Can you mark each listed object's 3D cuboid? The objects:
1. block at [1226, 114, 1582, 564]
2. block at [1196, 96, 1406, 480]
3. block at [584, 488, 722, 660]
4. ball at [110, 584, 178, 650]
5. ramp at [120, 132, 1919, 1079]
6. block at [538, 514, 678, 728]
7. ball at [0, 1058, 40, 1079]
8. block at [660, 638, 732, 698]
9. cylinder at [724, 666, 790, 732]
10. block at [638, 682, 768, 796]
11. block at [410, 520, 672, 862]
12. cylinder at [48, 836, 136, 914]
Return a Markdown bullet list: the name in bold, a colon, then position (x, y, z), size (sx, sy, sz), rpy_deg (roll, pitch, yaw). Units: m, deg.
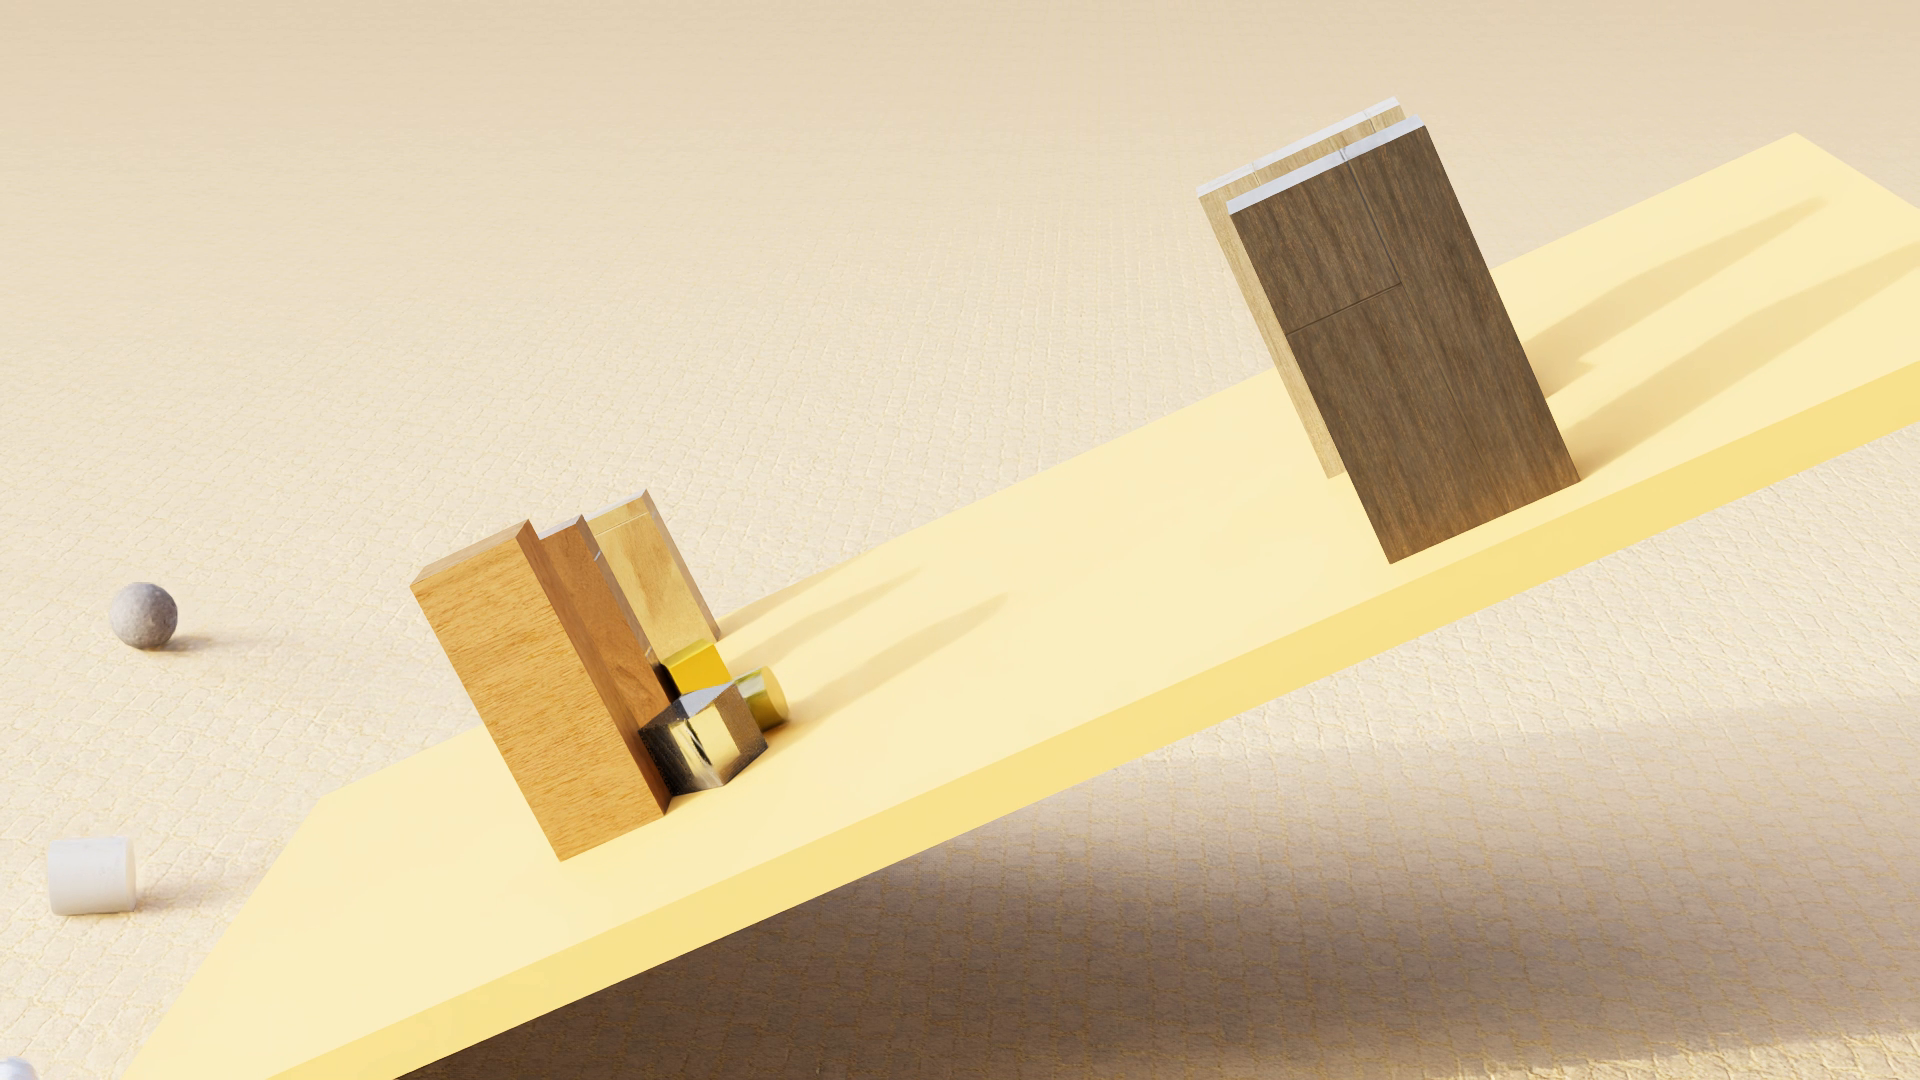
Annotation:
- **block**: position (0.795, -0.357, 5.276), size (0.371, 0.705, 0.141), rpy_deg (-24, 13, 9)
- **block**: position (0.812, -0.508, 5.963), size (0.435, 0.641, 0.122), rpy_deg (-24, 13, 9)
- **block**: position (-0.783, 0.111, 7.143), size (0.243, 0.404, 0.084), rpy_deg (-24, 13, 9)
- **ball**: position (-2.496, 0.233, 9.002), size (0.203, 0.203, 0.203), rpy_deg (0, 16, 0)
- **ramp**: position (0.136, 0.169, 6.282), size (4.000, 0.100, 2.000), rpy_deg (-24, 13, 9)
- **block**: position (-0.884, 0.236, 6.638), size (0.317, 0.503, 0.086), rpy_deg (-24, 13, 9)
- **ball**: position (-1.949, 1.123, 6.037), size (0.119, 0.119, 0.119), rpy_deg (0, 16, 0)
- **block**: position (-0.596, 0.306, 6.676), size (0.114, 0.114, 0.114), rpy_deg (-30, 14, -13)
- **cylinder**: position (-0.446, 0.349, 6.192), size (0.130, 0.130, 0.130), rpy_deg (-24, 13, 10)
- **block**: position (-0.528, 0.410, 6.050), size (0.158, 0.158, 0.158), rpy_deg (-15, 18, 41)
- **block**: position (-0.843, 0.307, 5.968), size (0.240, 0.648, 0.141), rpy_deg (-24, 13, 9)
- **cylinder**: position (-2.080, 0.803, 7.050), size (0.179, 0.179, 0.179), rpy_deg (-2, 16, -8)
